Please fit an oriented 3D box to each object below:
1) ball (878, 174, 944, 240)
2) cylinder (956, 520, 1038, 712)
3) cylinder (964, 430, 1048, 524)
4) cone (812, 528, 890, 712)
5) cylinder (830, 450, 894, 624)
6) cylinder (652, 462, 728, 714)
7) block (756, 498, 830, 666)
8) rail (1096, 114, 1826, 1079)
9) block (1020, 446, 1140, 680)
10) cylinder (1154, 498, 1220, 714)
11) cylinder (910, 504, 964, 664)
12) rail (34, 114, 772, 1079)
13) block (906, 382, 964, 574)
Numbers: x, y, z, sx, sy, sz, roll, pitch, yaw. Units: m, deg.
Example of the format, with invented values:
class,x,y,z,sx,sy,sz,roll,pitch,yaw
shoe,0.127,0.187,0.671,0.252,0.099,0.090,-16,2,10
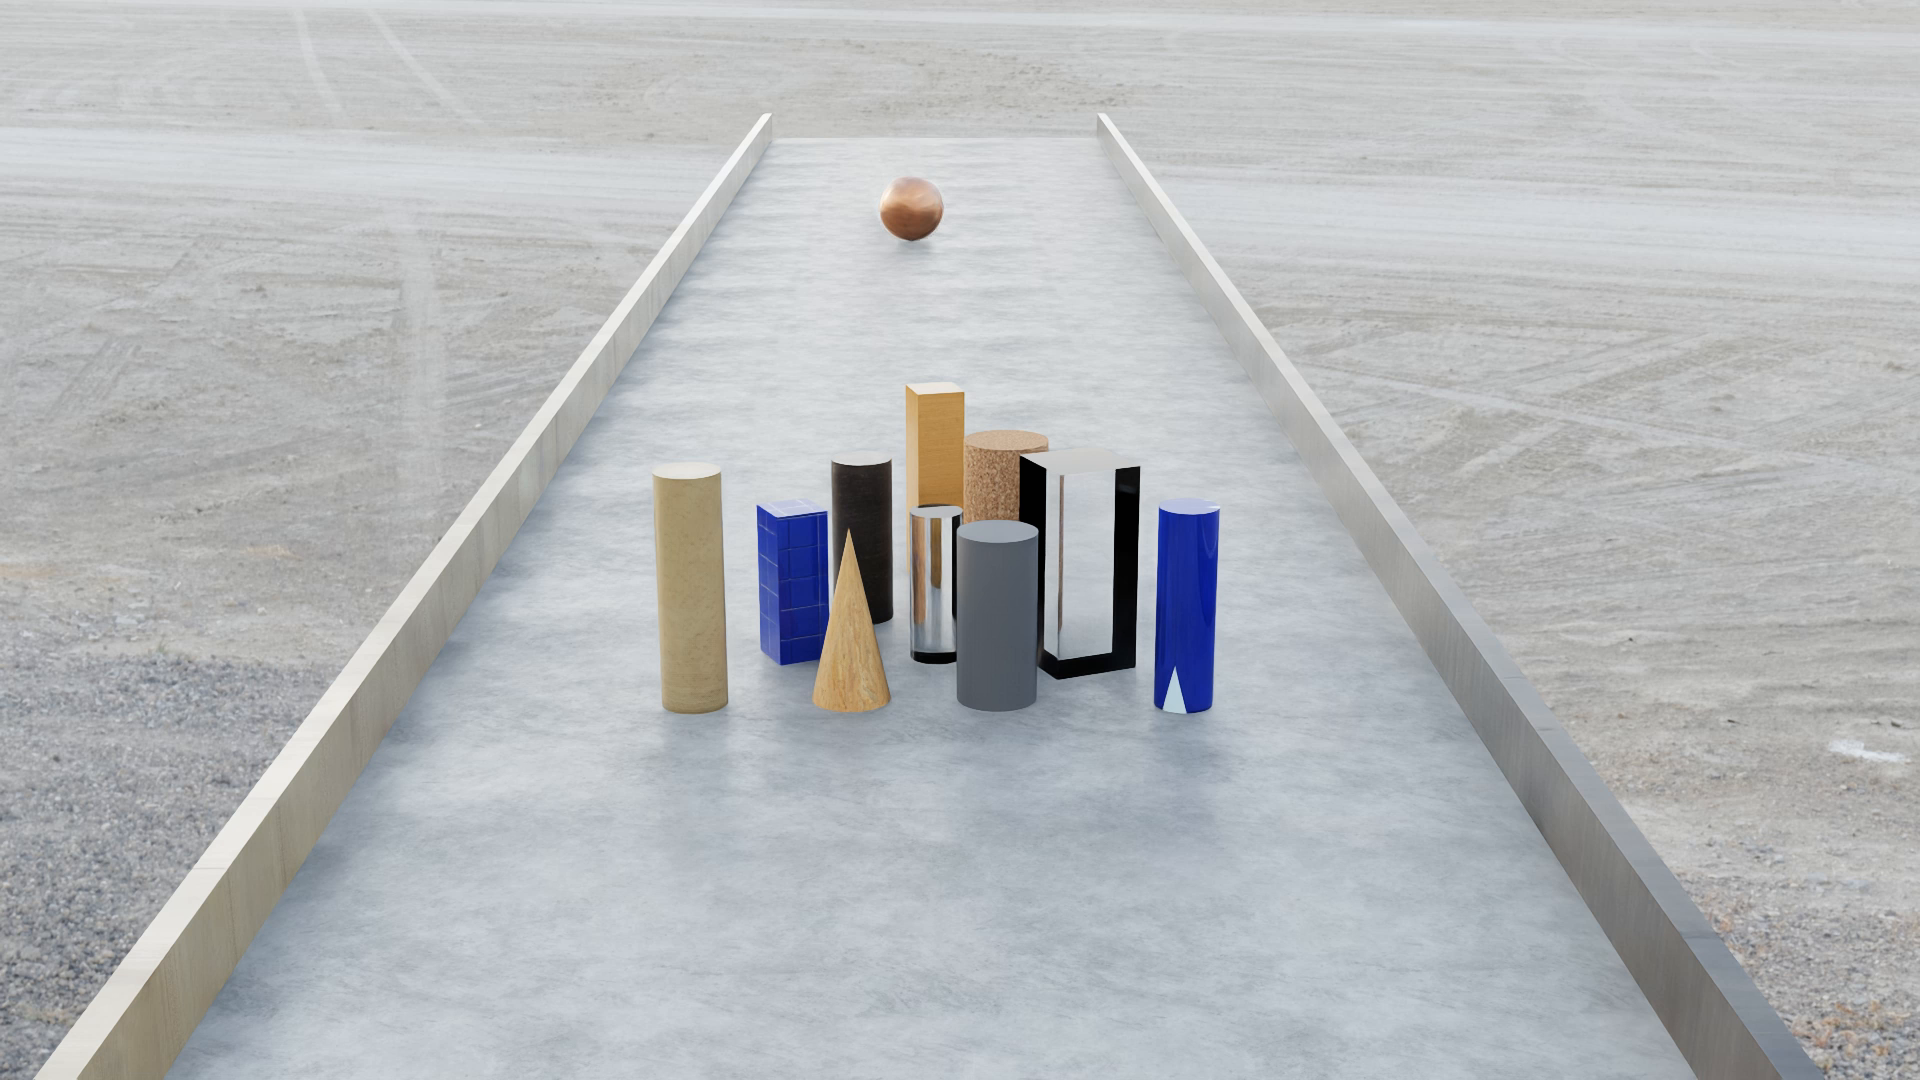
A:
class,x,y,z,sx,sy,sz,roll,pitch,yaw
ball,-0.213,-1.452,9.611,0.284,0.284,0.284,0,17,0
cylinder,0.070,0.142,4.165,0.154,0.332,0.154,0,17,0
cylinder,0.096,-0.025,4.637,0.178,0.384,0.178,0,17,0
cone,-0.208,0.140,4.162,0.151,0.340,0.151,0,17,0
cylinder,-0.206,-0.005,4.635,0.127,0.347,0.127,0,17,0
cylinder,-0.504,0.090,4.122,0.126,0.457,0.126,0,17,0
block,-0.334,0.083,4.409,0.108,0.307,0.108,-8,18,-25
rail,0.932,-0.844,7.801,0.050,0.150,12.000,0,17,-1
block,0.234,0.043,4.356,0.175,0.414,0.175,-7,18,-23
cylinder,0.425,0.123,4.130,0.113,0.389,0.113,0,17,0
cylinder,-0.047,0.088,4.399,0.107,0.304,0.107,0,17,0
rail,-1.118,-0.838,7.780,0.050,0.150,12.000,0,17,-1
block,-0.055,-0.127,4.895,0.106,0.432,0.106,-5,17,-15
